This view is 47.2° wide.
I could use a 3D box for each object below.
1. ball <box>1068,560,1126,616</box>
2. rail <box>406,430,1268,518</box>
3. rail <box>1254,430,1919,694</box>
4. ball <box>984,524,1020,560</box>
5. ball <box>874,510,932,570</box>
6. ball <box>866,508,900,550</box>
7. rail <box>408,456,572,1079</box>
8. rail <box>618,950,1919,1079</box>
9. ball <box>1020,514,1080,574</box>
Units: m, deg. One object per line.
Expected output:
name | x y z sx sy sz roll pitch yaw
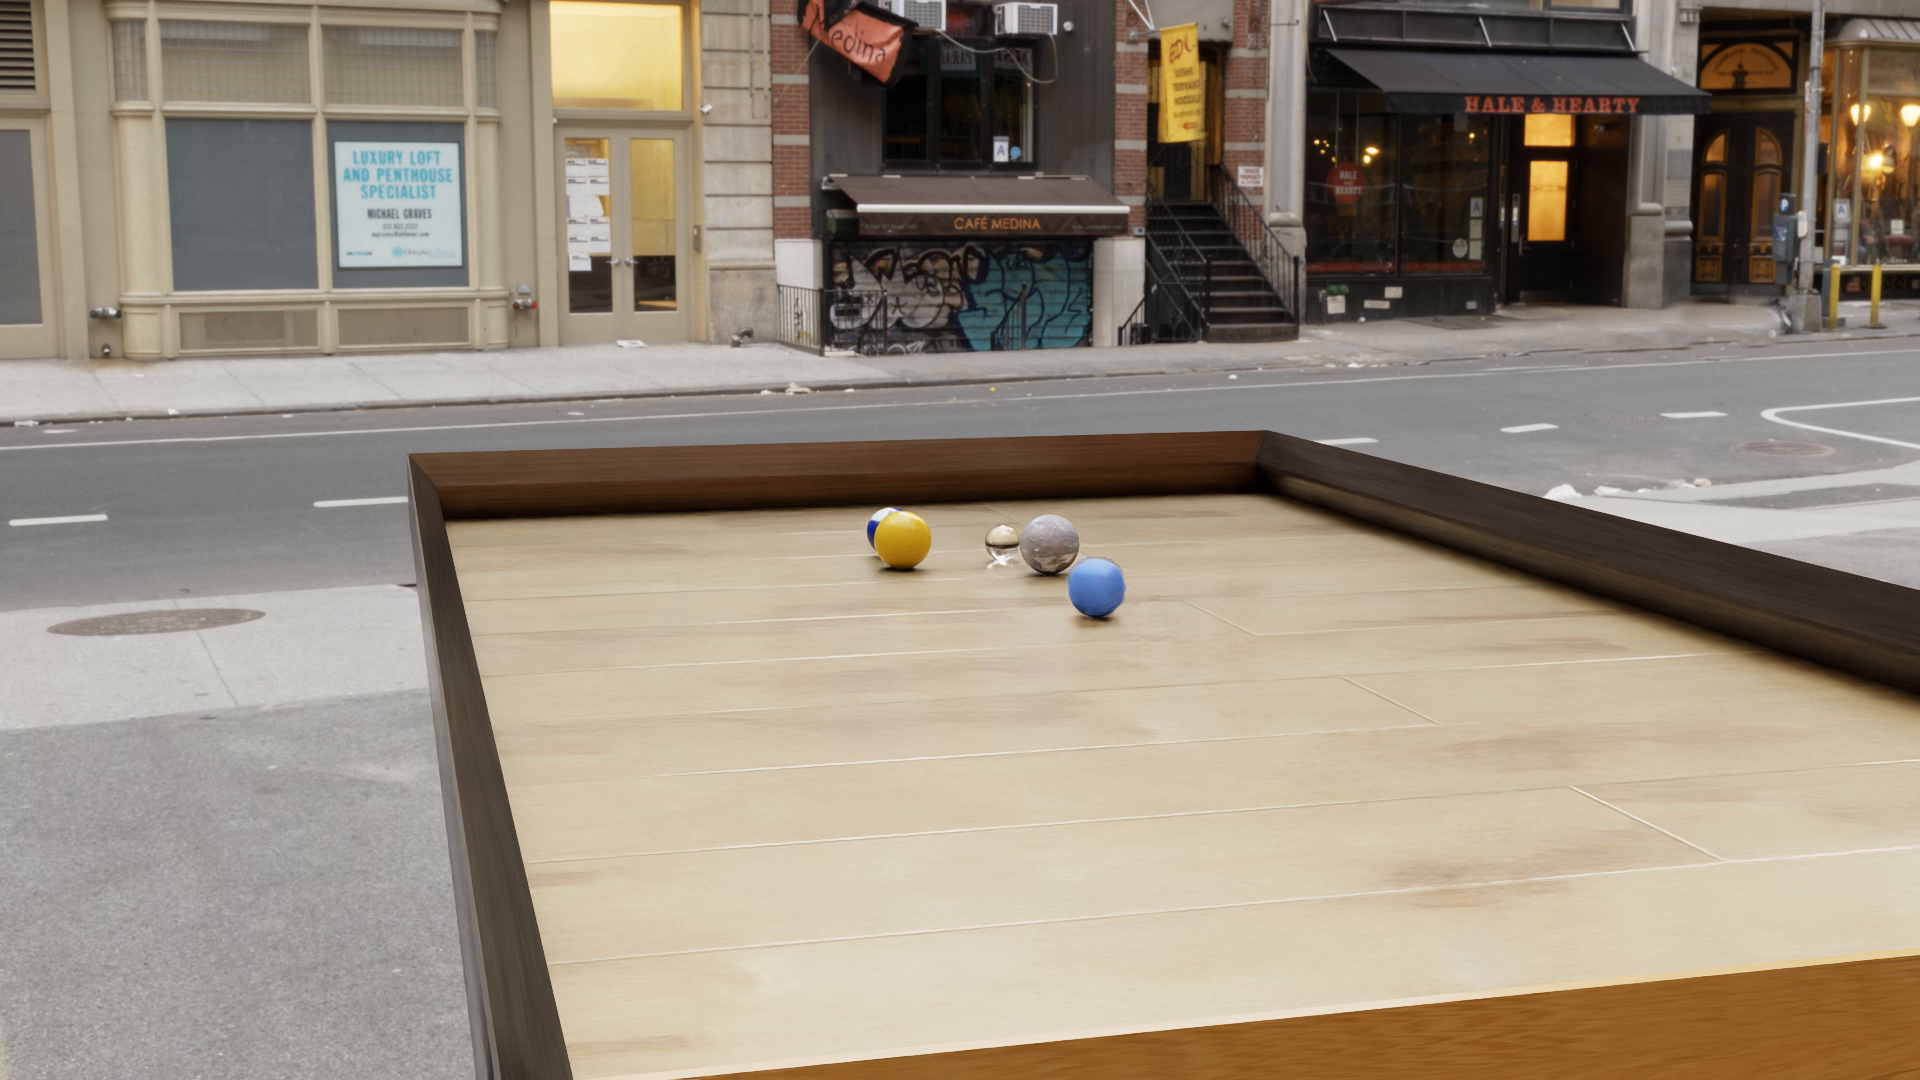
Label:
ball | 0.178 0.062 2.857 0.075 0.075 0.075 0 9 0
rail | -0.175 -0.117 3.924 1.572 0.113 0.045 -2 9 -15
rail | 0.918 0.053 2.786 0.045 0.113 2.831 -2 9 -15
ball | 0.064 0.004 3.319 0.054 0.054 0.054 0 9 0
ball | -0.084 0.000 3.239 0.086 0.086 0.086 0 9 0
ball | -0.105 -0.012 3.353 0.075 0.075 0.075 0 9 0
rail | -0.556 0.111 2.400 0.045 0.113 2.831 -2 9 -15
rail | 0.537 0.282 1.262 1.572 0.113 0.045 -2 9 -15
ball | 0.130 0.006 3.195 0.087 0.087 0.087 0 9 0
